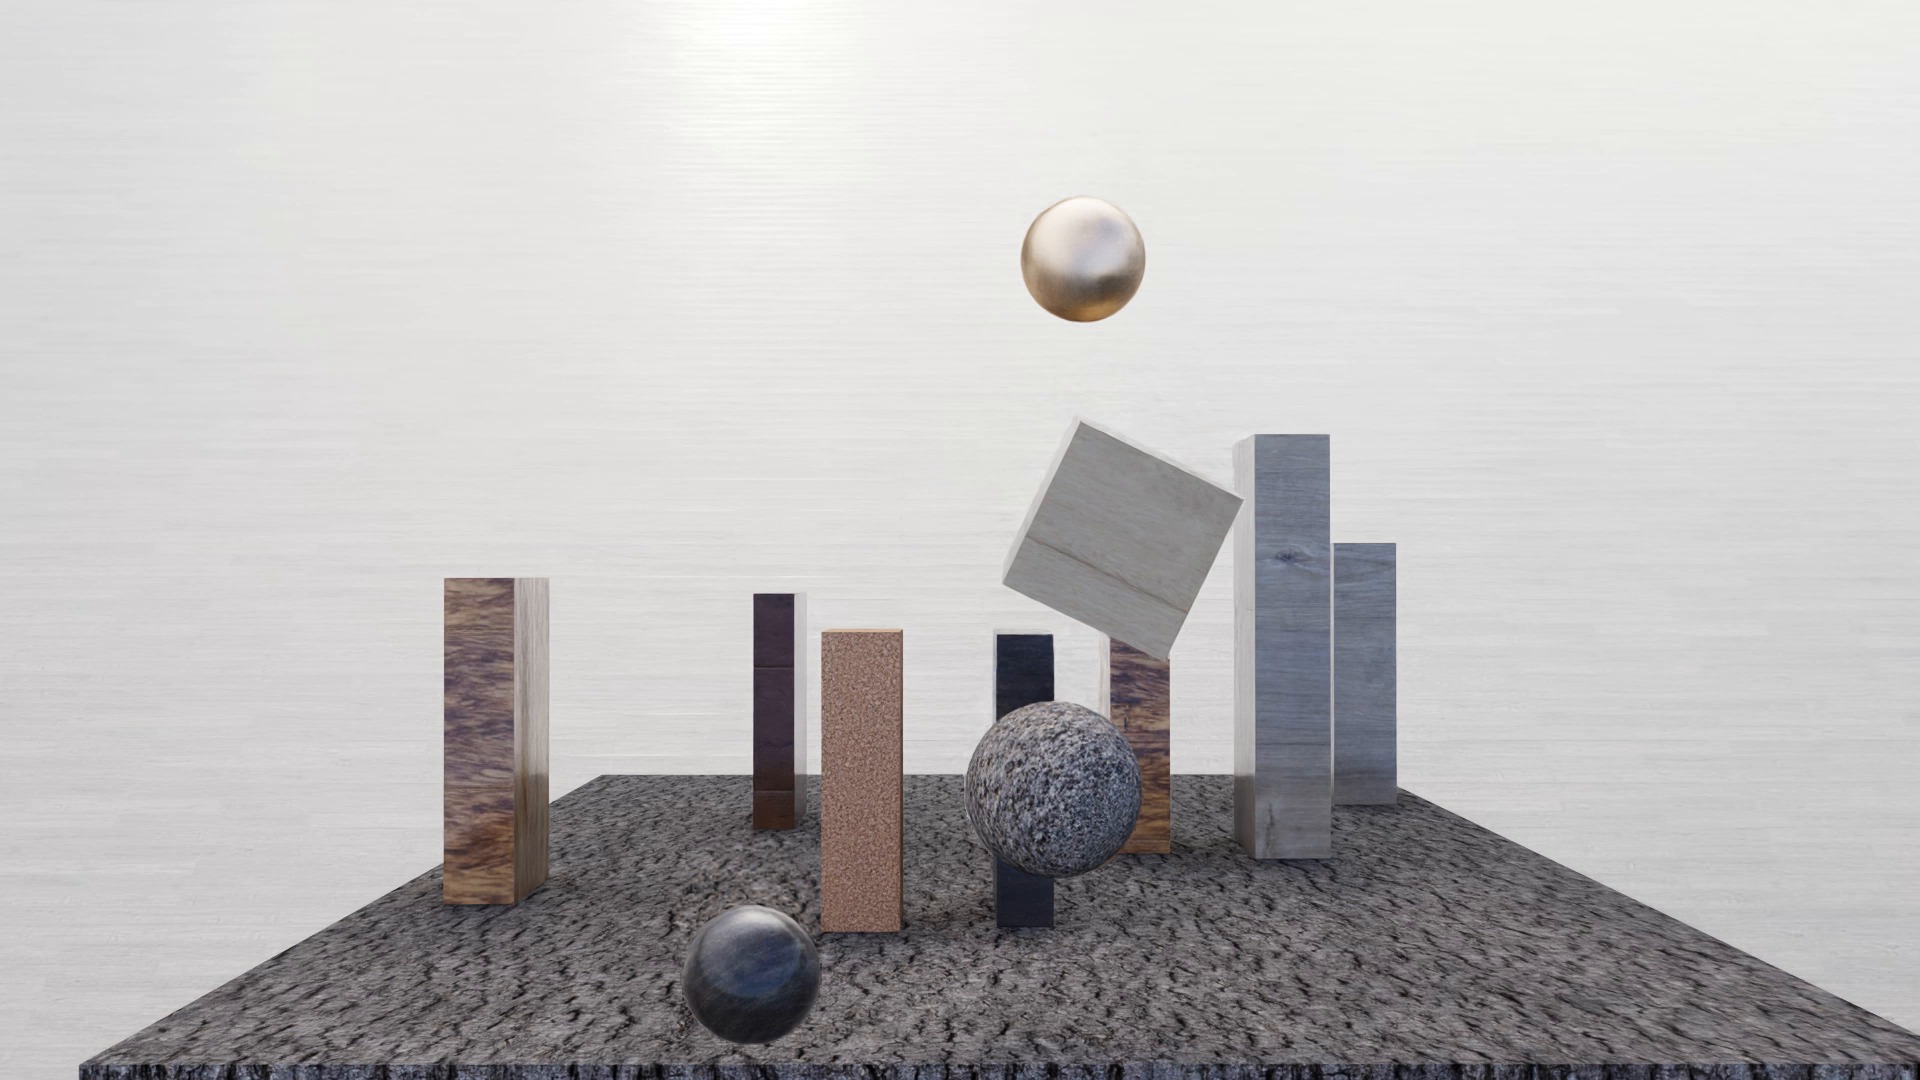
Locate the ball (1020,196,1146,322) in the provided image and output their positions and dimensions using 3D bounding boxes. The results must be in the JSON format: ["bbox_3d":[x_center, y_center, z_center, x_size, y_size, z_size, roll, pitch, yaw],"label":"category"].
[{"bbox_3d":[0.128,-0.292,2.698,0.131,0.131,0.131,0,32,0],"label":"ball"}]

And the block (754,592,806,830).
[{"bbox_3d":[-0.379,0.351,5.487,0.084,0.479,0.433,0,-1,0],"label":"block"}]

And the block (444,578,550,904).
[{"bbox_3d":[-0.755,0.318,4.243,0.110,0.512,0.351,0,-1,0],"label":"block"}]

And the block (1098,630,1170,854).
[{"bbox_3d":[0.335,0.263,5.015,0.111,0.641,0.397,0,-1,0],"label":"block"}]

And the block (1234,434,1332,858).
[{"bbox_3d":[0.606,0.196,4.903,0.138,0.773,0.366,0,-1,0],"label":"block"}]

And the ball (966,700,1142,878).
[{"bbox_3d":[0.111,0.294,3.060,0.209,0.209,0.209,0,32,0],"label":"ball"}]

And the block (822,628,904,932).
[{"bbox_3d":[-0.144,0.352,3.879,0.113,0.433,0.257,0,-1,0],"label":"block"}]

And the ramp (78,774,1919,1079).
[{"bbox_3d":[0.072,0.630,4.727,2.000,0.100,4.000,0,-1,0],"label":"ramp"}]

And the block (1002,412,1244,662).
[{"bbox_3d":[0.171,-0.007,2.795,0.189,0.189,0.189,25,6,-2],"label":"block"}]

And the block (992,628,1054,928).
[{"bbox_3d":[0.095,0.355,4.002,0.083,0.429,0.410,0,-1,0],"label":"block"}]

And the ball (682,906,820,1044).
[{"bbox_3d":[-0.215,0.450,2.683,0.142,0.142,0.142,0,32,0],"label":"ball"}]

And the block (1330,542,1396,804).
[{"bbox_3d":[0.912,0.303,6.037,0.141,0.589,0.411,0,-1,0],"label":"block"}]
